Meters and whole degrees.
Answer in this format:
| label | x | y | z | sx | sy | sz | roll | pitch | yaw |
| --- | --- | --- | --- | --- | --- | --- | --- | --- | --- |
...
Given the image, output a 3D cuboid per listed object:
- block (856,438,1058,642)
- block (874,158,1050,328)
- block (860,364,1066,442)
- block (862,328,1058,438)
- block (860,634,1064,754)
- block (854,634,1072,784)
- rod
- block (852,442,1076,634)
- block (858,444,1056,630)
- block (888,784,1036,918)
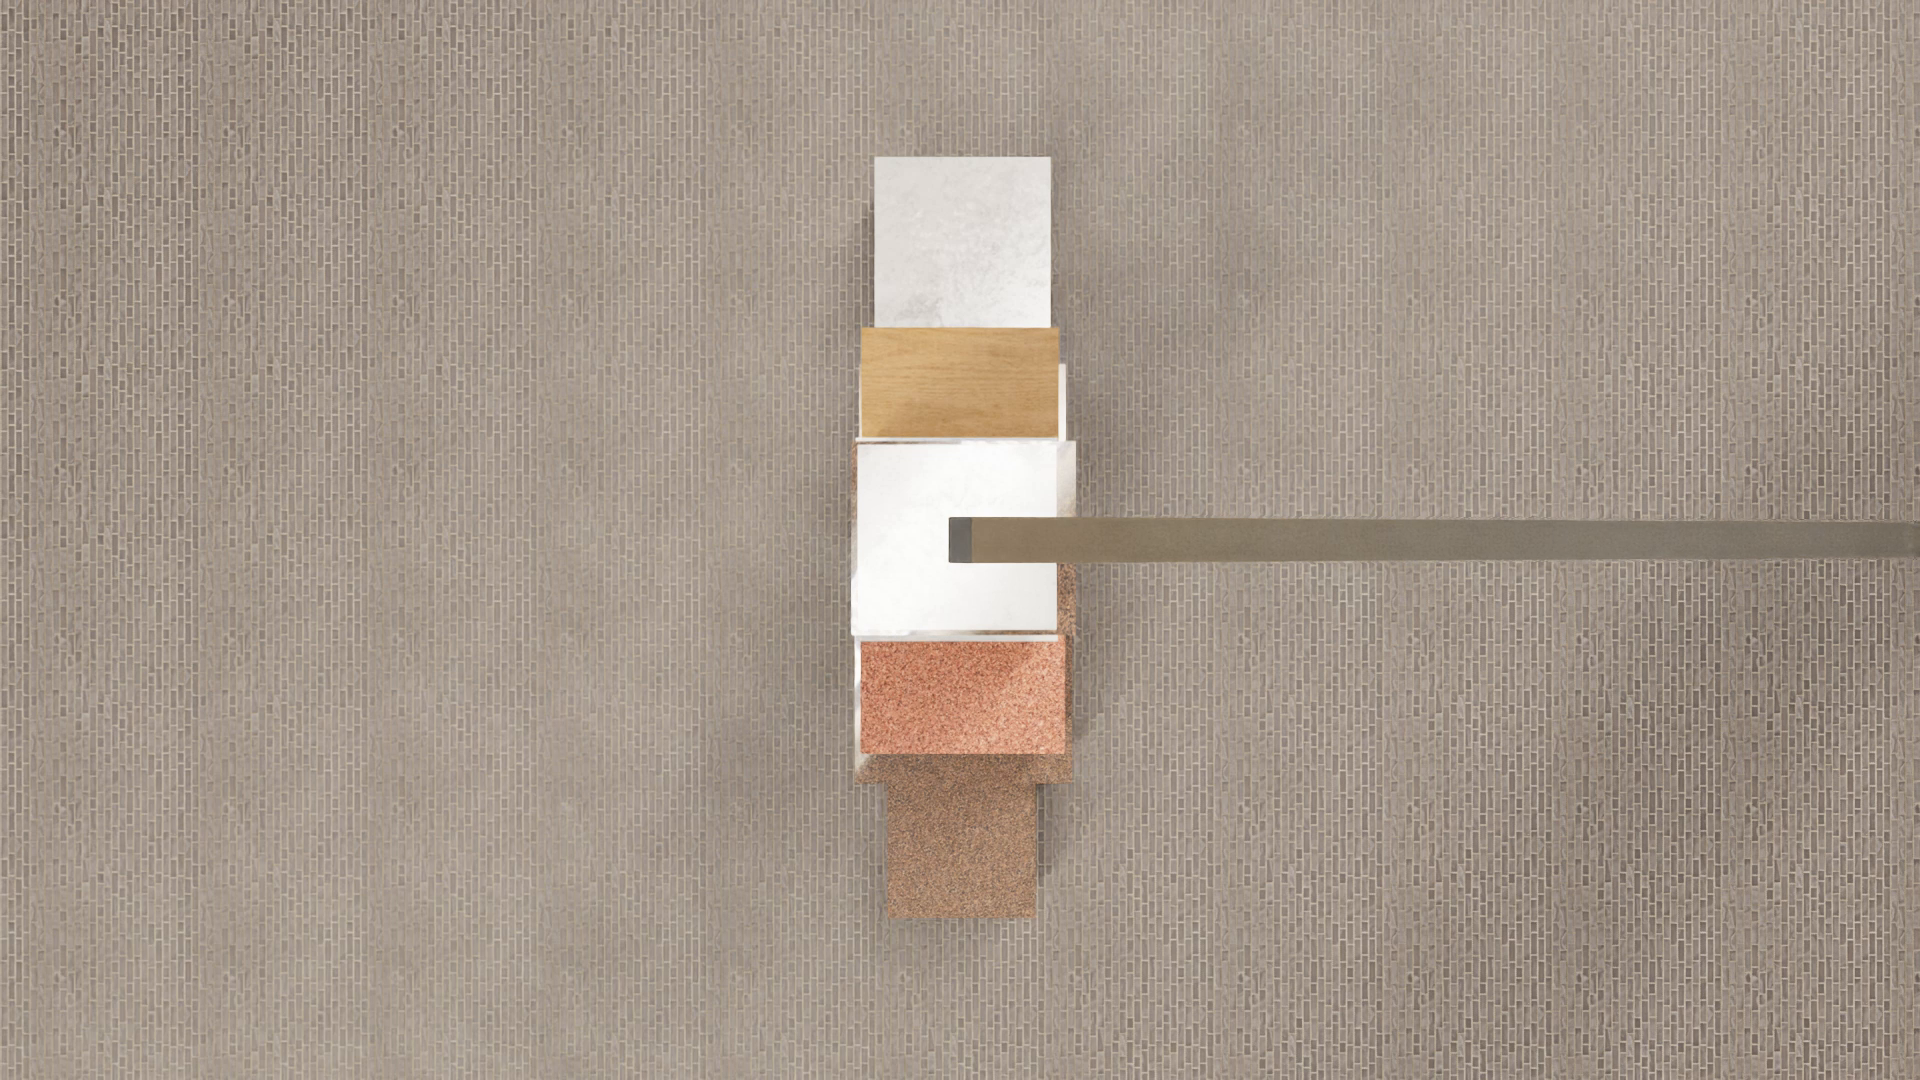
| label | x | y | z | sx | sy | sz | roll | pitch | yaw |
| --- | --- | --- | --- | --- | --- | --- | --- | --- | --- |
| block | -0.015 | -0.002 | 10.263 | 0.897 | 1.006 | 0.904 | 0 | 90 | 0 |
| block | 0.014 | -1.525 | 12.479 | 0.956 | 1.043 | 1.116 | 0 | 90 | 0 |
| block | 0.013 | -0.394 | 12.480 | 1.123 | 1.041 | 1.125 | 0 | 90 | 0 |
| block | 0.000 | -0.482 | 11.382 | 0.970 | 1.151 | 1.127 | 0 | 90 | 0 |
| block | 0.013 | 0.569 | 11.292 | 1.000 | 1.053 | 0.956 | 0 | 90 | 0 |
| block | 0.018 | 0.743 | 12.409 | 1.166 | 1.181 | 1.130 | 0 | 90 | 0 |
| rod | 2.234 | 0.000 | 5.109 | 5.200 | 0.080 | 0.080 | 0 | 90 | -31 |
| block | 0.014 | -0.006 | 8.703 | 0.852 | 0.718 | 0.736 | 0 | 90 | 0 |
| block | -0.010 | -0.009 | 7.988 | 0.691 | 0.714 | 0.644 | 0 | 90 | 0 |
| block | 0.008 | 1.700 | 12.561 | 0.816 | 0.878 | 0.764 | 0 | 90 | 0 |
